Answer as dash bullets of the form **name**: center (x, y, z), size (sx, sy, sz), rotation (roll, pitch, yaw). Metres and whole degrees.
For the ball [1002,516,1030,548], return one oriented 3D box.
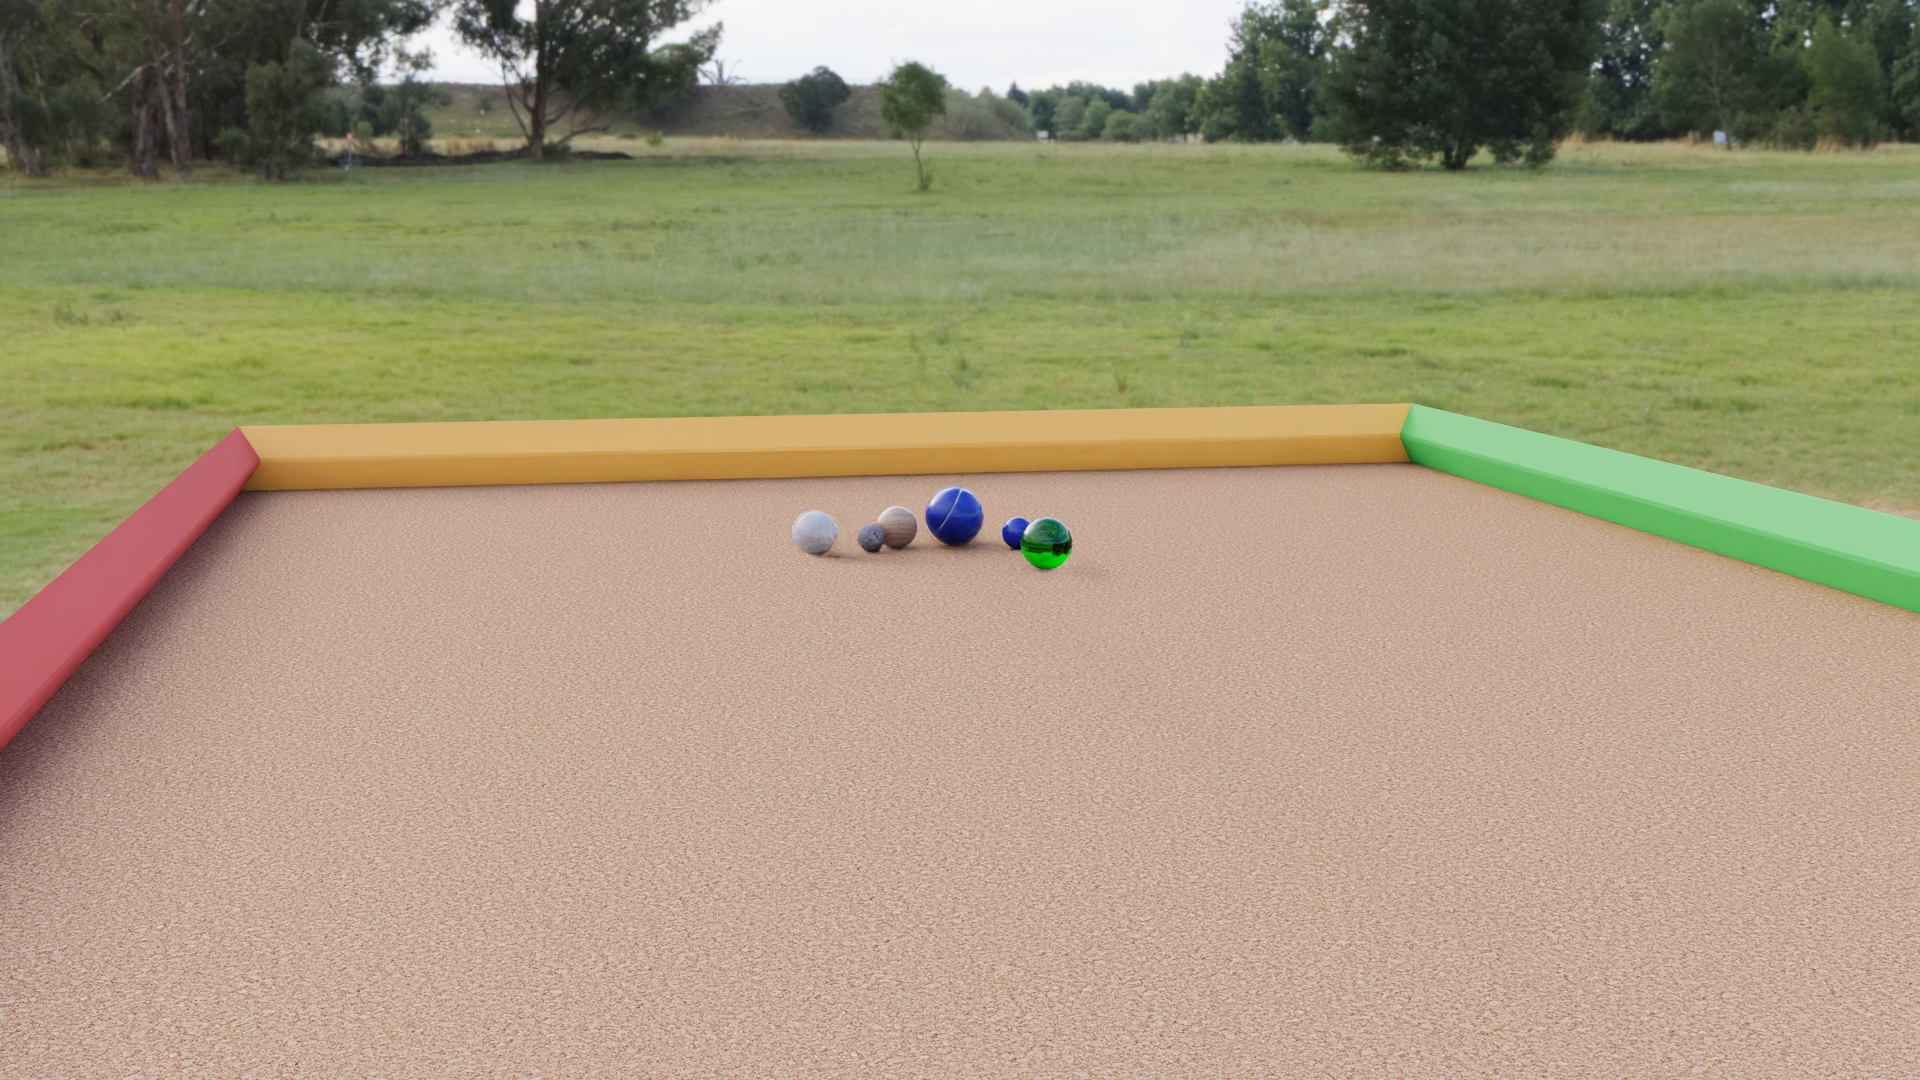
- **ball**: center (0.095, -0.012, 3.628), size (0.053, 0.053, 0.053), rotation (0, 9, 0)

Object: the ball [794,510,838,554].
- **ball**: center (-0.234, -0.012, 3.570), size (0.071, 0.071, 0.071), rotation (0, 9, 0)

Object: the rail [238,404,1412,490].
- **rail**: center (-0.213, -0.195, 4.552), size (2.459, 0.126, 0.045), rotation (-2, 9, -11)

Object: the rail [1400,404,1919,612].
- **rail**: center (1.400, 0.101, 2.664), size (0.045, 0.126, 4.426), rotation (-2, 9, -11)

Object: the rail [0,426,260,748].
- **rail**: center (-0.965, 0.175, 2.197), size (0.045, 0.126, 4.426), rotation (-2, 9, -11)

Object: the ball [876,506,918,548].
- **ball**: center (-0.105, -0.021, 3.636), size (0.069, 0.069, 0.069), rotation (0, 9, 0)

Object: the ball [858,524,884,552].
- **ball**: center (-0.145, -0.003, 3.597), size (0.045, 0.045, 0.045), rotation (0, 9, 0)

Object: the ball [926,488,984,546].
- **ball**: center (-0.009, -0.039, 3.660), size (0.097, 0.097, 0.097), rotation (0, 9, 0)

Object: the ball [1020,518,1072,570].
- **ball**: center (0.135, 0.005, 3.430), size (0.081, 0.081, 0.081), rotation (0, 9, 0)
